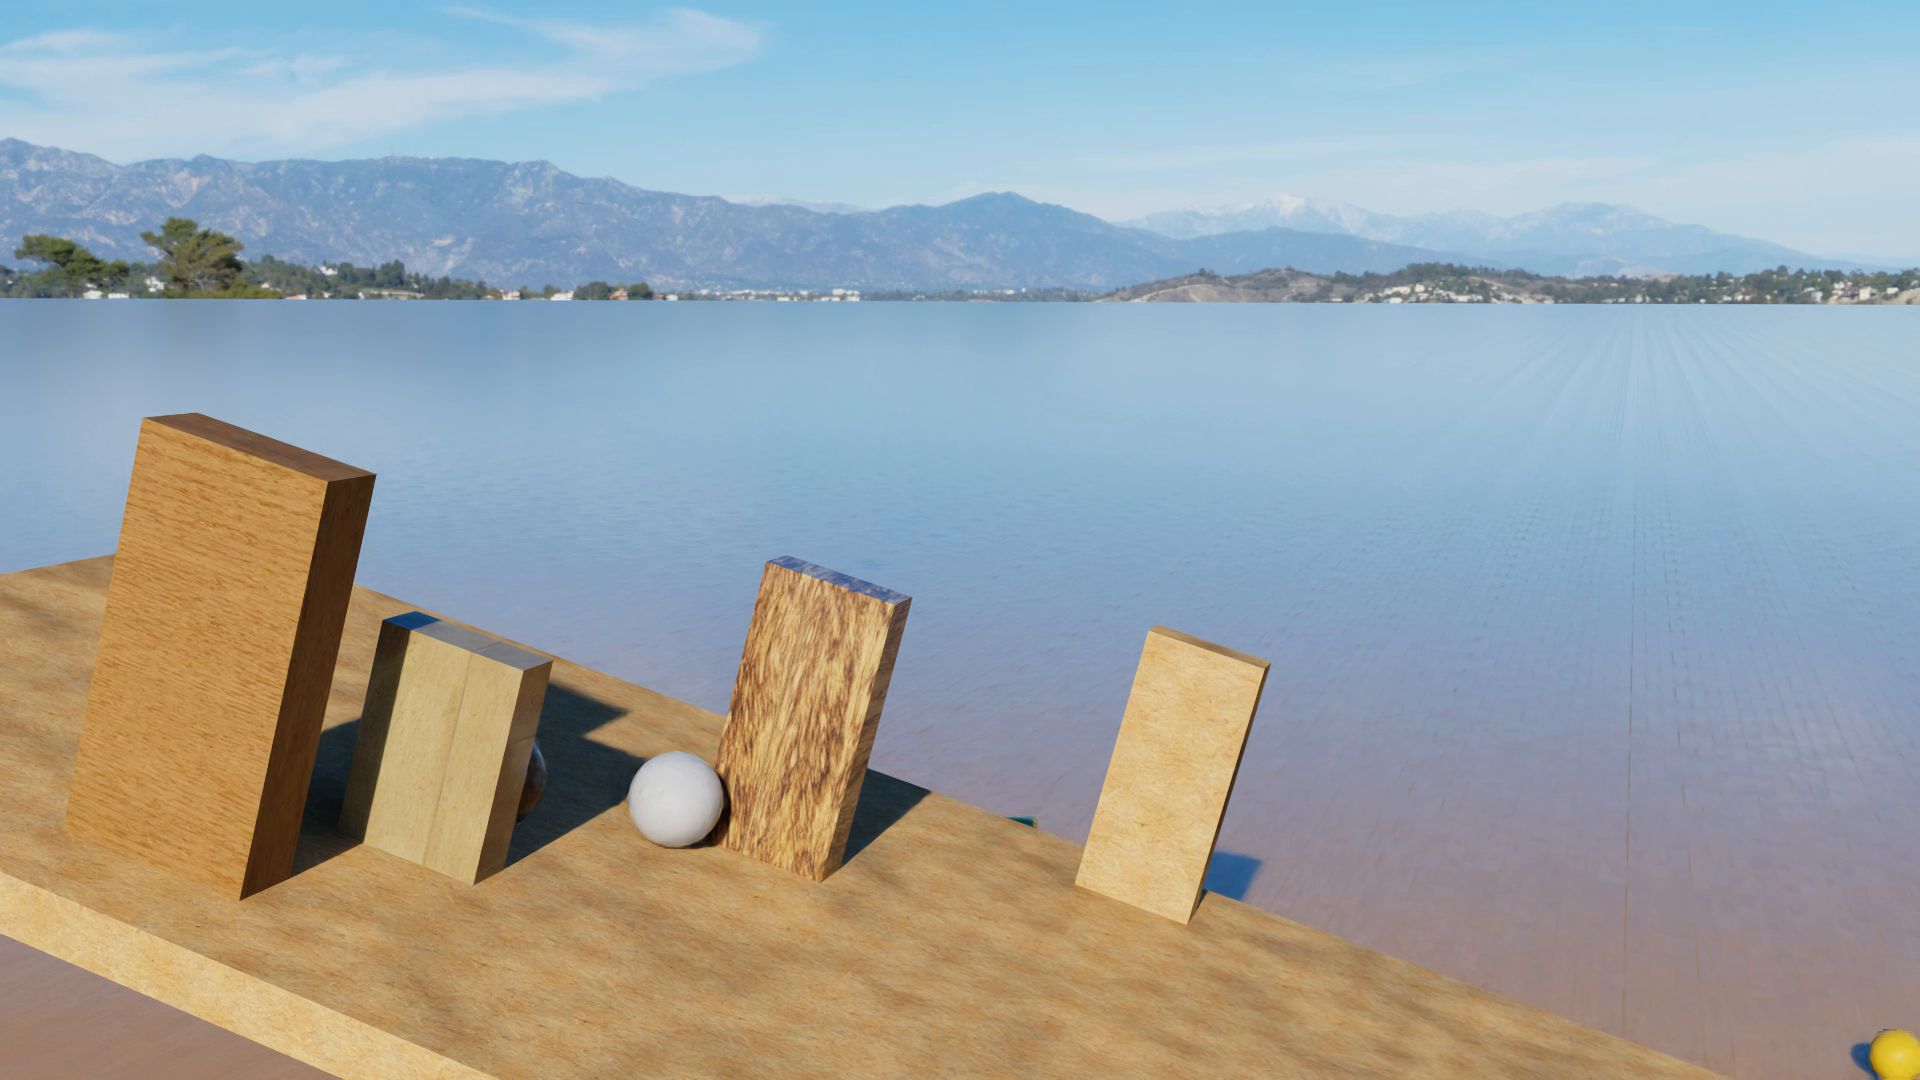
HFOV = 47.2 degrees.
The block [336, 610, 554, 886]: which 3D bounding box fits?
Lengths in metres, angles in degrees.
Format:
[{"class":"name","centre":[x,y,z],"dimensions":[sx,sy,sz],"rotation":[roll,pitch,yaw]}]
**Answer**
[{"class":"block","centre":[-0.939,0.376,4.003],"dimensions":[0.290,0.413,0.113],"rotation":[18,12,14]}]

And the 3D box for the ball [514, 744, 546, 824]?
[{"class":"ball","centre":[-0.896,0.456,4.222],"dimensions":[0.200,0.200,0.200],"rotation":[0,7,0]}]

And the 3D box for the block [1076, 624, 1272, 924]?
[{"class":"block","centre":[0.460,0.507,4.764],"dimensions":[0.260,0.590,0.089],"rotation":[18,12,14]}]

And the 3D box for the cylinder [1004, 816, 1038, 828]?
[{"class":"cylinder","centre":[0.168,0.945,6.962],"dimensions":[0.138,0.138,0.138],"rotation":[1,7,11]}]

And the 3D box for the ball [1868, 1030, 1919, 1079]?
[{"class":"ball","centre":[2.146,1.185,5.043],"dimensions":[0.117,0.117,0.117],"rotation":[0,7,0]}]

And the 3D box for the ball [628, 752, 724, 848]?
[{"class":"ball","centre":[-0.567,0.517,4.385],"dimensions":[0.190,0.190,0.190],"rotation":[0,7,0]}]

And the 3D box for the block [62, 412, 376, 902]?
[{"class":"block","centre":[-1.244,0.191,3.684],"dimensions":[0.357,0.730,0.142],"rotation":[18,12,14]}]

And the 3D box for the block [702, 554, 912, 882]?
[{"class":"block","centre":[-0.316,0.360,4.445],"dimensions":[0.280,0.594,0.111],"rotation":[18,12,14]}]

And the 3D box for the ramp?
[{"class":"ramp","centre":[-0.381,0.750,4.242],"dimensions":[4.000,0.100,2.000],"rotation":[18,12,14]}]
